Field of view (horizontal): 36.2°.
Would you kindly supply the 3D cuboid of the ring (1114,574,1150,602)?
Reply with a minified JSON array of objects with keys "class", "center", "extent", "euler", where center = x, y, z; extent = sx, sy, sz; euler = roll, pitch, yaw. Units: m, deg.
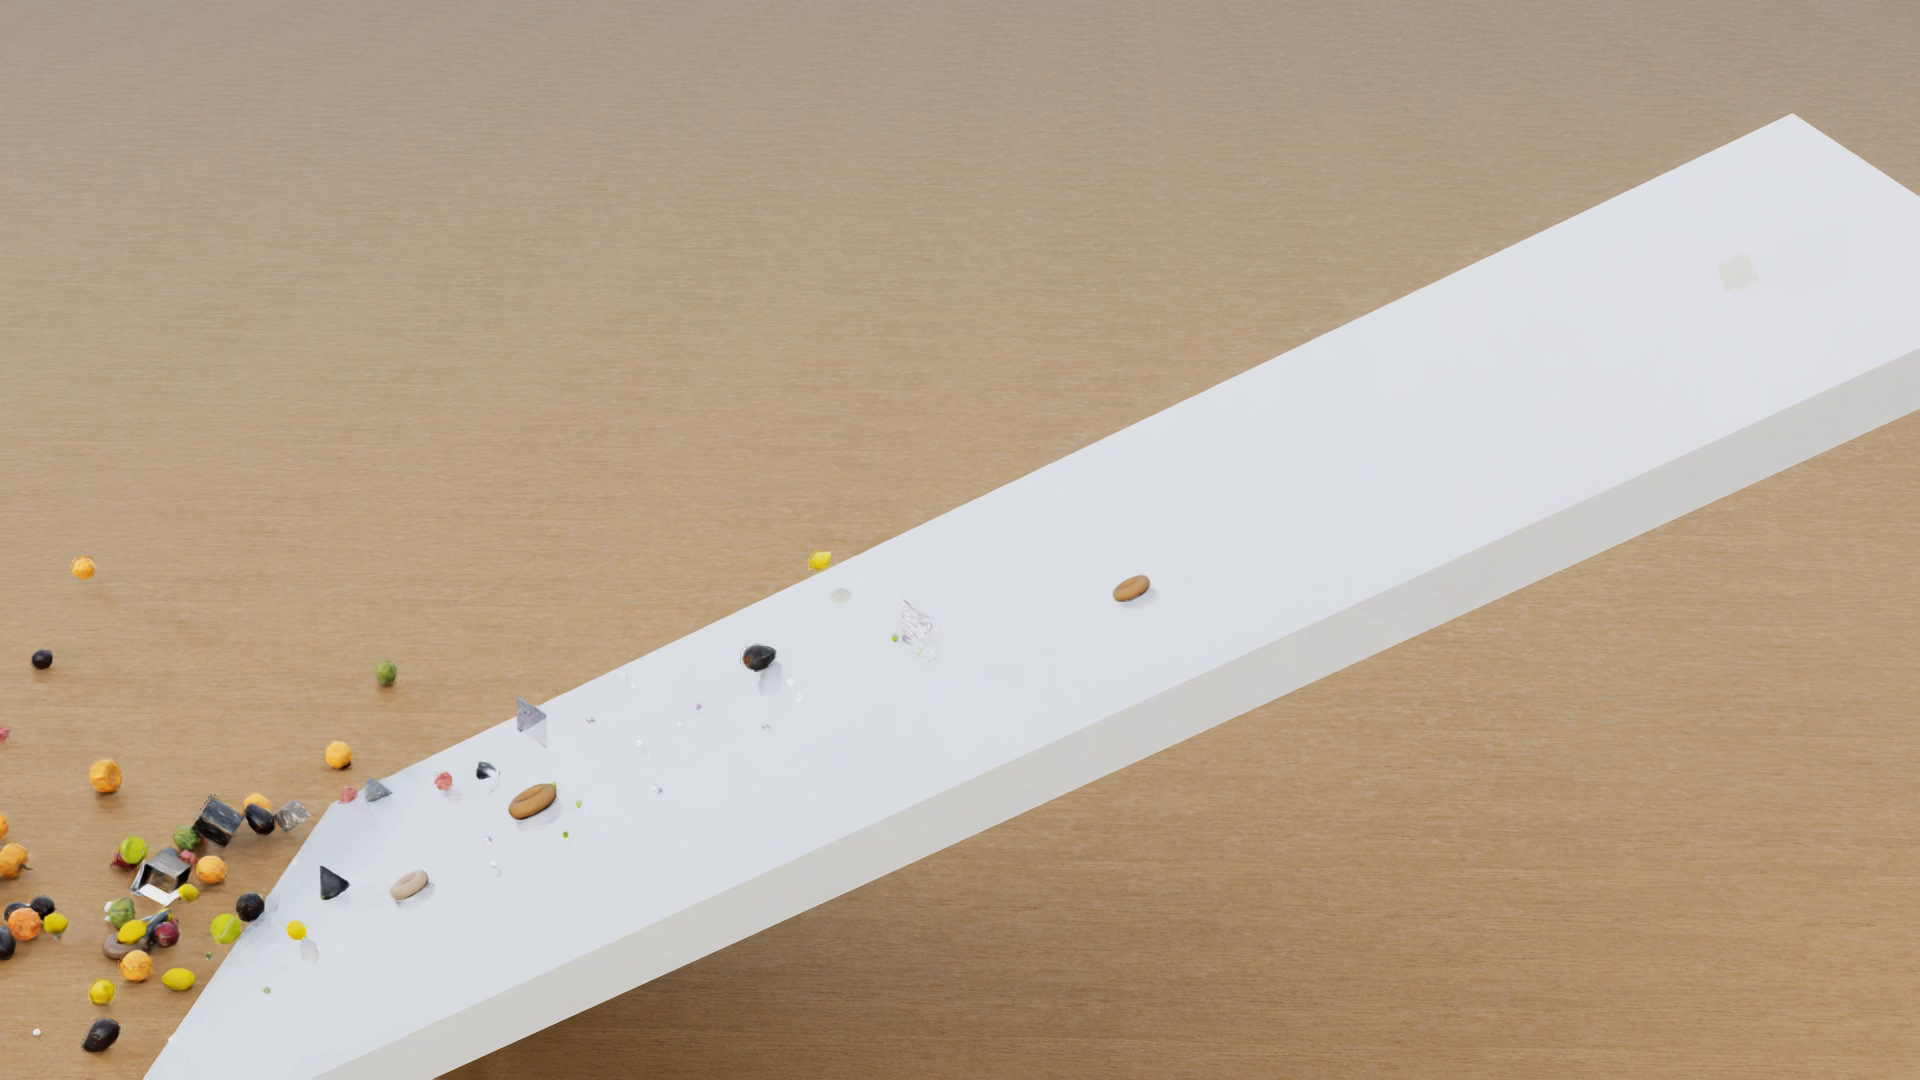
[{"class":"ring","center":[0.343,0.097,5.880],"extent":[0.080,0.027,0.080],"euler":[-27,13,7]}]

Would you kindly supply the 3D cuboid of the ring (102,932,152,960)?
[{"class":"ring","center":[-1.955,0.951,6.900],"extent":[0.113,0.038,0.113],"euler":[0,16,0]}]

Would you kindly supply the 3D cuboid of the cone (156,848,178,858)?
[{"class":"cone","center":[-1.969,0.812,7.347],"extent":[0.064,0.064,0.064],"euler":[-14,35,-39]}]

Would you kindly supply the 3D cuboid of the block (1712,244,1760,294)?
[{"class":"block","center":[1.539,-0.539,5.834],"extent":[0.066,0.066,0.066],"euler":[-23,14,17]}]

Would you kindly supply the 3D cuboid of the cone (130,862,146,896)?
[{"class":"cone","center":[-2.010,0.825,7.252],"extent":[0.077,0.077,0.077],"euler":[0,17,0]}]

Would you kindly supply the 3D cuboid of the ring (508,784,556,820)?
[{"class":"ring","center":[-0.954,0.583,6.560],"extent":[0.117,0.039,0.117],"euler":[-25,15,7]}]

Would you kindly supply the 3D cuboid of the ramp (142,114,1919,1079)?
[{"class":"ramp","center":[0.139,0.168,6.281],"extent":[4.000,0.100,2.000],"euler":[-25,14,10]}]

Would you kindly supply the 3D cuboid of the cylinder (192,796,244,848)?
[{"class":"cylinder","center":[-1.891,0.720,7.498],"extent":[0.097,0.097,0.097],"euler":[33,14,-9]}]

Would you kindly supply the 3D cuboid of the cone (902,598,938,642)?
[{"class":"cone","center":[-0.107,0.162,6.375],"extent":[0.088,0.088,0.088],"euler":[-26,14,7]}]

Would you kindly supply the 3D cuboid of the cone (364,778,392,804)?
[{"class":"cone","center":[-1.447,0.629,7.359],"extent":[0.064,0.064,0.064],"euler":[1,16,16]}]

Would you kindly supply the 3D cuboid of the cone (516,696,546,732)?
[{"class":"cone","center":[-1.085,0.420,7.320],"extent":[0.082,0.082,0.082],"euler":[-26,14,7]}]

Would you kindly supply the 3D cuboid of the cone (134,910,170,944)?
[{"class":"cone","center":[-1.891,0.899,6.943],"extent":[0.080,0.080,0.080],"euler":[-46,29,-8]}]

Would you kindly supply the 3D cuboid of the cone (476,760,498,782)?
[{"class":"cone","center":[-1.119,0.552,7.022],"extent":[0.050,0.050,0.050],"euler":[0,14,31]}]

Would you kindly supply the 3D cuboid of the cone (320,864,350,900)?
[{"class":"cone","center":[-1.446,0.773,6.727],"extent":[0.076,0.076,0.076],"euler":[-26,14,7]}]

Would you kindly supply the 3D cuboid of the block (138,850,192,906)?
[{"class":"block","center":[-1.945,0.827,7.194],"extent":[0.082,0.082,0.082],"euler":[25,21,8]}]

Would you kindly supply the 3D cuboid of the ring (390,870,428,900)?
[{"class":"ring","center":[-1.204,0.754,6.426],"extent":[0.092,0.031,0.092],"euler":[-25,15,7]}]

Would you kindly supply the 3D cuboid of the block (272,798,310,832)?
[{"class":"block","center":[-1.726,0.711,7.587],"extent":[0.054,0.054,0.054],"euler":[-26,14,30]}]
